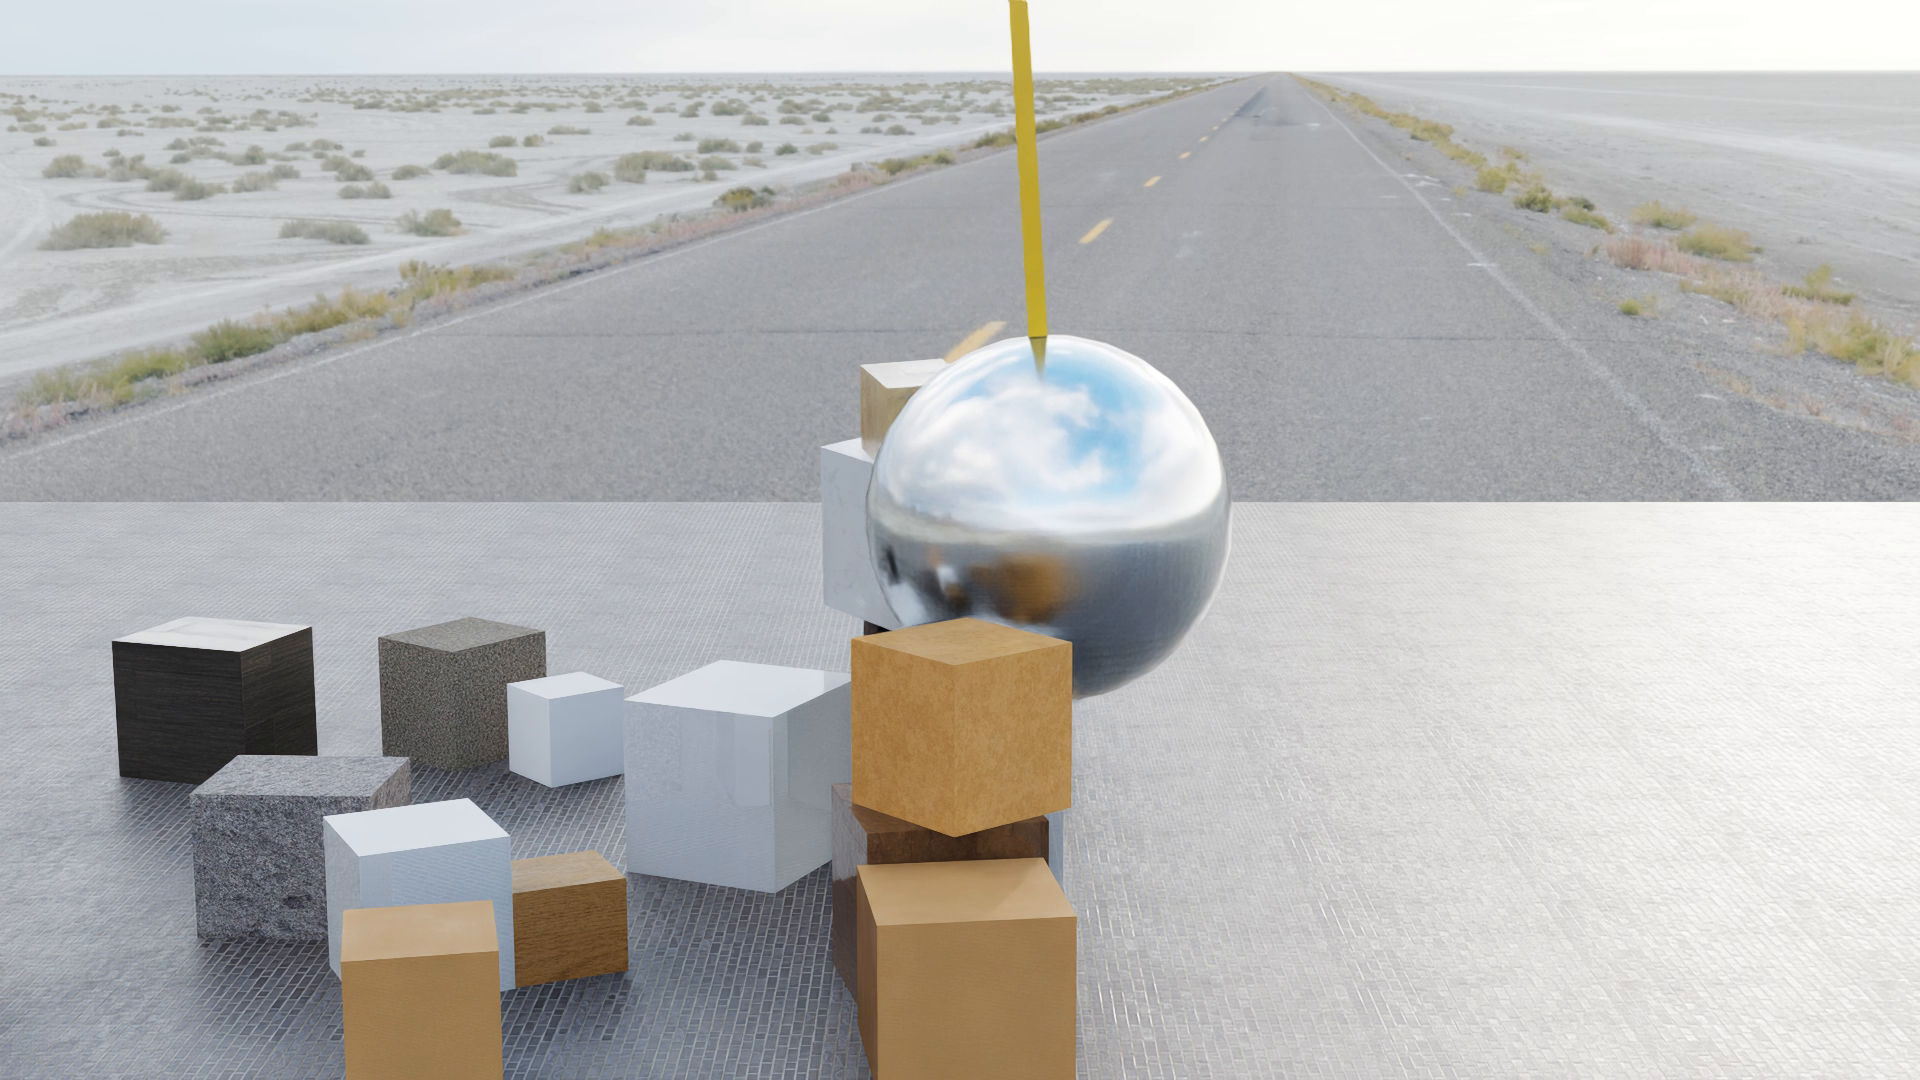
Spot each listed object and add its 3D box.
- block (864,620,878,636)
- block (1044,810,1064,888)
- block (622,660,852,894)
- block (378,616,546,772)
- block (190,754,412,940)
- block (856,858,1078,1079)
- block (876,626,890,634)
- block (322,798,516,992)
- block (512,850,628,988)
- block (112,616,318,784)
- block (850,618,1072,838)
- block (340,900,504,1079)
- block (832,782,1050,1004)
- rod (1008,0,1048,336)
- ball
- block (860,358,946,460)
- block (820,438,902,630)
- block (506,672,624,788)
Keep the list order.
[{"bbox_3d":[-0.014,0.689,13.324,0.918,0.876,0.906,0,10,1],"label":"block"},{"bbox_3d":[0.013,1.227,10.745,0.804,0.742,0.766,0,10,0],"label":"block"},{"bbox_3d":[-0.964,1.048,11.601,0.750,0.786,0.865,5,11,24],"label":"block"},{"bbox_3d":[-2.595,0.798,13.427,0.577,0.626,0.636,8,13,37],"label":"block"},{"bbox_3d":[-2.751,1.285,10.789,0.747,0.612,0.612,1,10,3],"label":"block"},{"bbox_3d":[0.012,1.560,9.246,0.699,0.622,0.689,-1,10,-8],"label":"block"},{"bbox_3d":[-0.022,0.884,12.441,0.792,0.809,0.878,1,10,3],"label":"block"},{"bbox_3d":[-2.121,1.418,10.046,0.585,0.617,0.586,-5,11,-26],"label":"block"},{"bbox_3d":[-1.612,1.504,10.227,0.463,0.382,0.413,-5,11,-25],"label":"block"},{"bbox_3d":[-3.793,0.820,13.090,0.756,0.703,0.626,4,11,19],"label":"block"},{"bbox_3d":[0.005,0.698,9.776,0.588,0.647,0.604,-9,14,-40],"label":"block"},{"bbox_3d":[-1.849,1.638,8.829,0.514,0.619,0.548,-2,11,-12],"label":"block"},{"bbox_3d":[-0.086,1.373,9.942,0.697,0.741,0.695,-3,11,-14],"label":"block"},{"bbox_3d":[0.167,-3.432,10.556,0.080,5.200,0.080,-4,10,1],"label":"rod"},{"bbox_3d":[0.386,-0.093,11.163,1.600,1.600,1.600,0,10,0],"label":"ball"},{"bbox_3d":[-0.216,-0.600,12.362,0.414,0.418,0.483,-6,18,-17],"label":"block"},{"bbox_3d":[-0.131,-0.060,12.703,0.786,0.820,0.784,-15,23,-39],"label":"block"},{"bbox_3d":[-1.998,0.957,13.032,0.435,0.454,0.420,-8,13,-38],"label":"block"}]
